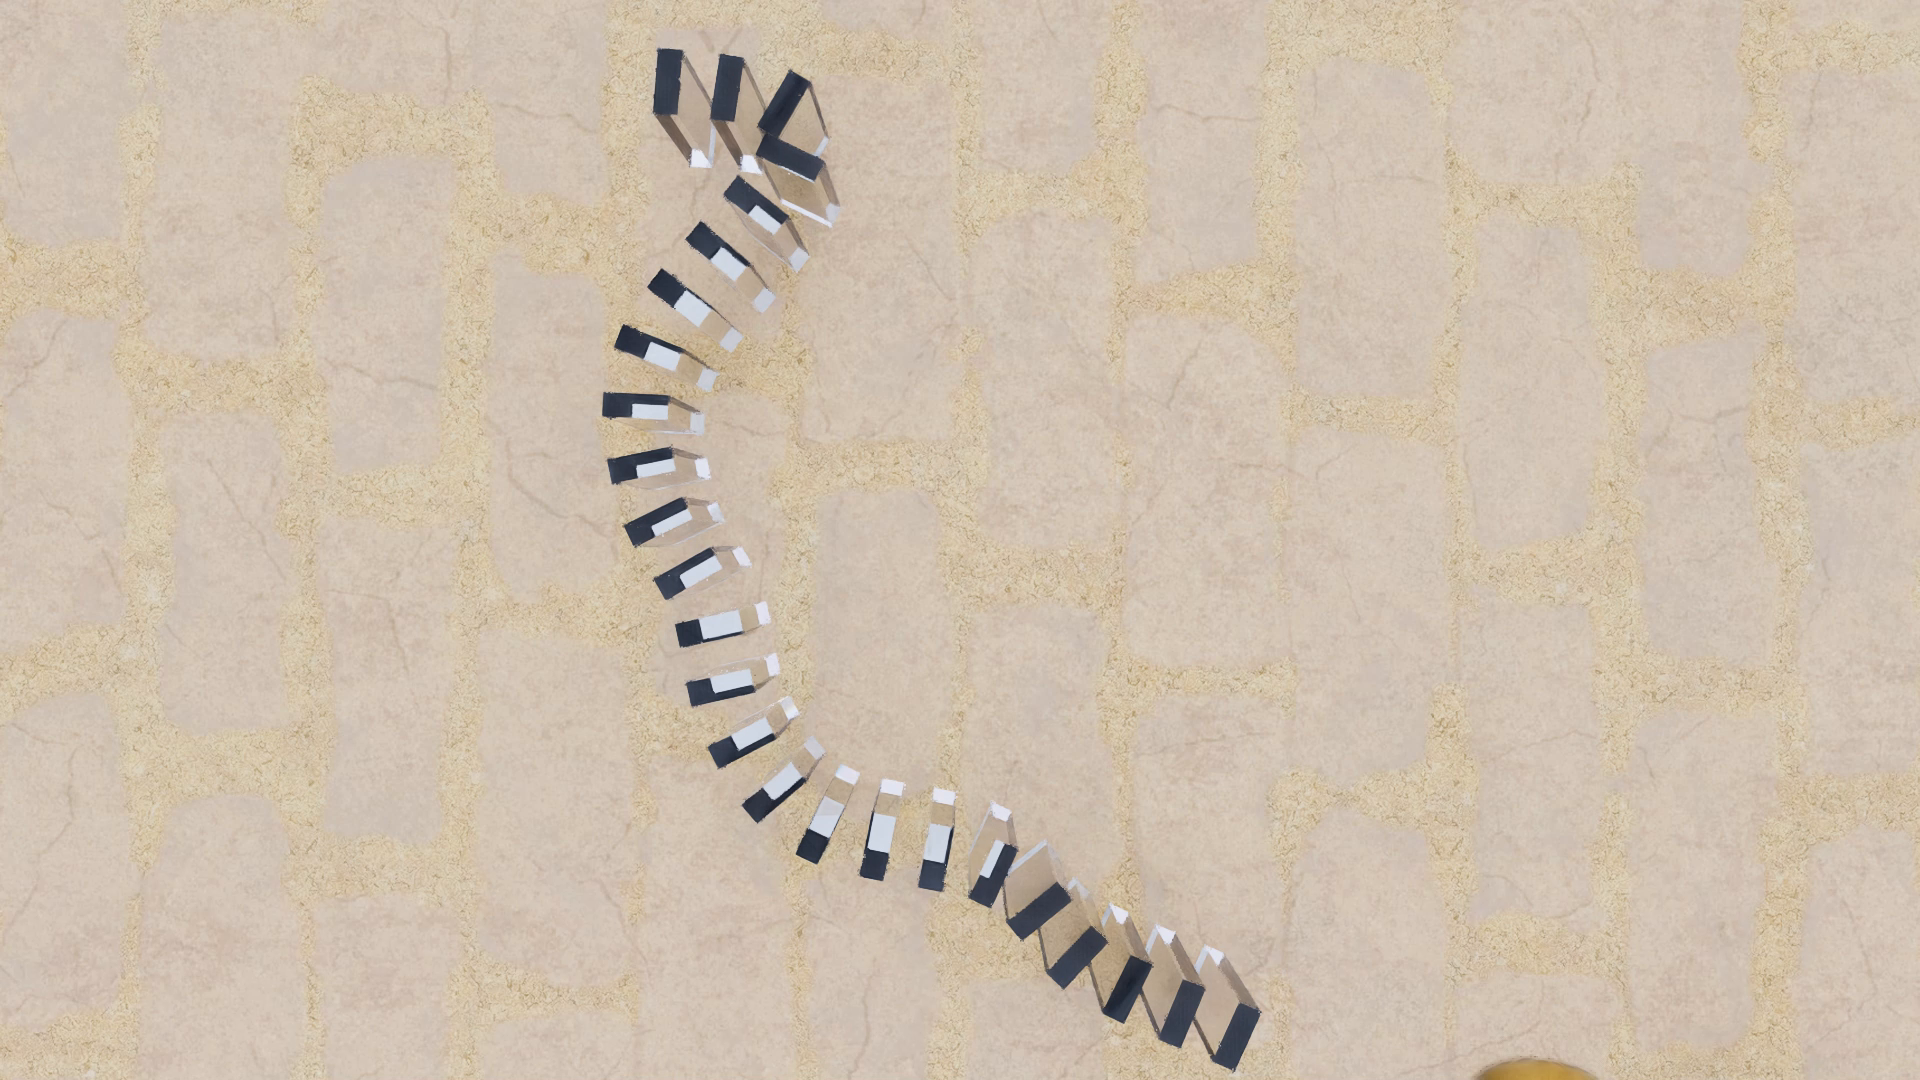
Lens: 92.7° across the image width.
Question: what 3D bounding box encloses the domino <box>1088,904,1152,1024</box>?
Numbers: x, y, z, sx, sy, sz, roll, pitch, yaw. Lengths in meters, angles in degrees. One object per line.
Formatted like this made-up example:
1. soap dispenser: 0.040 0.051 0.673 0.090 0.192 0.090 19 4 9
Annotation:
1. domino: 0.064 0.172 0.375 0.010 0.050 0.025 26 90 0

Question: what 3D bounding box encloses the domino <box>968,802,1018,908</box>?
1. domino: 0.013 0.128 0.375 0.010 0.050 0.025 25 90 0

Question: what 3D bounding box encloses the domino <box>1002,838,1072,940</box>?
1. domino: 0.030 0.142 0.375 0.025 0.050 0.010 -39 90 0

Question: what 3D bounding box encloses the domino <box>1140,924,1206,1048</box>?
1. domino: 0.085 0.181 0.375 0.009 0.050 0.025 23 90 0

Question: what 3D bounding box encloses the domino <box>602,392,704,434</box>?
1. domino: -0.124 -0.051 0.375 0.025 0.050 0.010 3 90 0

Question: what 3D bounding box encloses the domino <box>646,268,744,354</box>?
1. domino: -0.107 -0.093 0.375 0.025 0.050 0.009 37 90 0

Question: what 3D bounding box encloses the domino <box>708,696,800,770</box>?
1. domino: -0.083 0.078 0.375 0.025 0.050 0.009 -27 90 0

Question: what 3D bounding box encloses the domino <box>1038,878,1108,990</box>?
1. domino: 0.045 0.160 0.375 0.010 0.050 0.025 43 90 0

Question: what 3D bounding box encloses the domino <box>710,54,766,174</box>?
1. domino: -0.089 -0.173 0.375 0.009 0.050 0.025 9 90 0

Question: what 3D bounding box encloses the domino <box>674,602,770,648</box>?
1. domino: -0.096 0.034 0.375 0.025 0.050 0.009 -13 90 0

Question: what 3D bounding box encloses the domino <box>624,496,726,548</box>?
1. domino: -0.115 -0.007 0.375 0.025 0.050 0.009 -26 90 0

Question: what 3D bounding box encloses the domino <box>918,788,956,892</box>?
1. domino: -0.009 0.121 0.375 0.010 0.050 0.025 11 90 0

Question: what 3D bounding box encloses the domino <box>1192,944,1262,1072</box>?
1. domino: 0.106 0.190 0.375 0.010 0.050 0.025 25 90 0

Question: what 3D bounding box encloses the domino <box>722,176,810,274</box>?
1. domino: -0.078 -0.128 0.375 0.025 0.050 0.010 39 90 0

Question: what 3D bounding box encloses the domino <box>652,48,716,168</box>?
1. domino: -0.112 -0.175 0.375 0.010 0.050 0.025 5 90 0

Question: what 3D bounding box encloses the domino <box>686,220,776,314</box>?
1. domino: -0.093 -0.110 0.375 0.025 0.050 0.009 40 90 0

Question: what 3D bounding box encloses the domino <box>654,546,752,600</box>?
1. domino: -0.104 0.013 0.375 0.025 0.050 0.010 -30 90 0

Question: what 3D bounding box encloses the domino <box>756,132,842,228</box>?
1. domino: -0.065 -0.146 0.375 0.025 0.050 0.009 26 90 0

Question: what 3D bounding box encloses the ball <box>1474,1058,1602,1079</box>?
1. ball: 0.237 0.250 0.360 0.080 0.080 0.080 0 90 0

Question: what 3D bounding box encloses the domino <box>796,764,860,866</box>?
1. domino: -0.053 0.111 0.375 0.010 0.050 0.025 26 90 0

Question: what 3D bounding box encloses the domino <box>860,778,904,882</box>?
1. domino: -0.031 0.117 0.375 0.010 0.050 0.025 11 90 0

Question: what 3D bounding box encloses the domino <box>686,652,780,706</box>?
1. domino: -0.092 0.056 0.375 0.025 0.050 0.009 -13 90 0

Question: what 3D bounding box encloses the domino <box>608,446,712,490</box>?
1. domino: -0.122 -0.029 0.375 0.025 0.050 0.009 -12 90 0

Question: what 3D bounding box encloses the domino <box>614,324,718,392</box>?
1. domino: -0.119 -0.073 0.375 0.025 0.050 0.010 22 90 0

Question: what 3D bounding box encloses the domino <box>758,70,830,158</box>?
1. domino: -0.067 -0.167 0.375 0.009 0.050 0.025 31 90 0

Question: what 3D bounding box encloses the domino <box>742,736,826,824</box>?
1. domino: -0.071 0.097 0.375 0.025 0.050 0.009 -40 90 0
